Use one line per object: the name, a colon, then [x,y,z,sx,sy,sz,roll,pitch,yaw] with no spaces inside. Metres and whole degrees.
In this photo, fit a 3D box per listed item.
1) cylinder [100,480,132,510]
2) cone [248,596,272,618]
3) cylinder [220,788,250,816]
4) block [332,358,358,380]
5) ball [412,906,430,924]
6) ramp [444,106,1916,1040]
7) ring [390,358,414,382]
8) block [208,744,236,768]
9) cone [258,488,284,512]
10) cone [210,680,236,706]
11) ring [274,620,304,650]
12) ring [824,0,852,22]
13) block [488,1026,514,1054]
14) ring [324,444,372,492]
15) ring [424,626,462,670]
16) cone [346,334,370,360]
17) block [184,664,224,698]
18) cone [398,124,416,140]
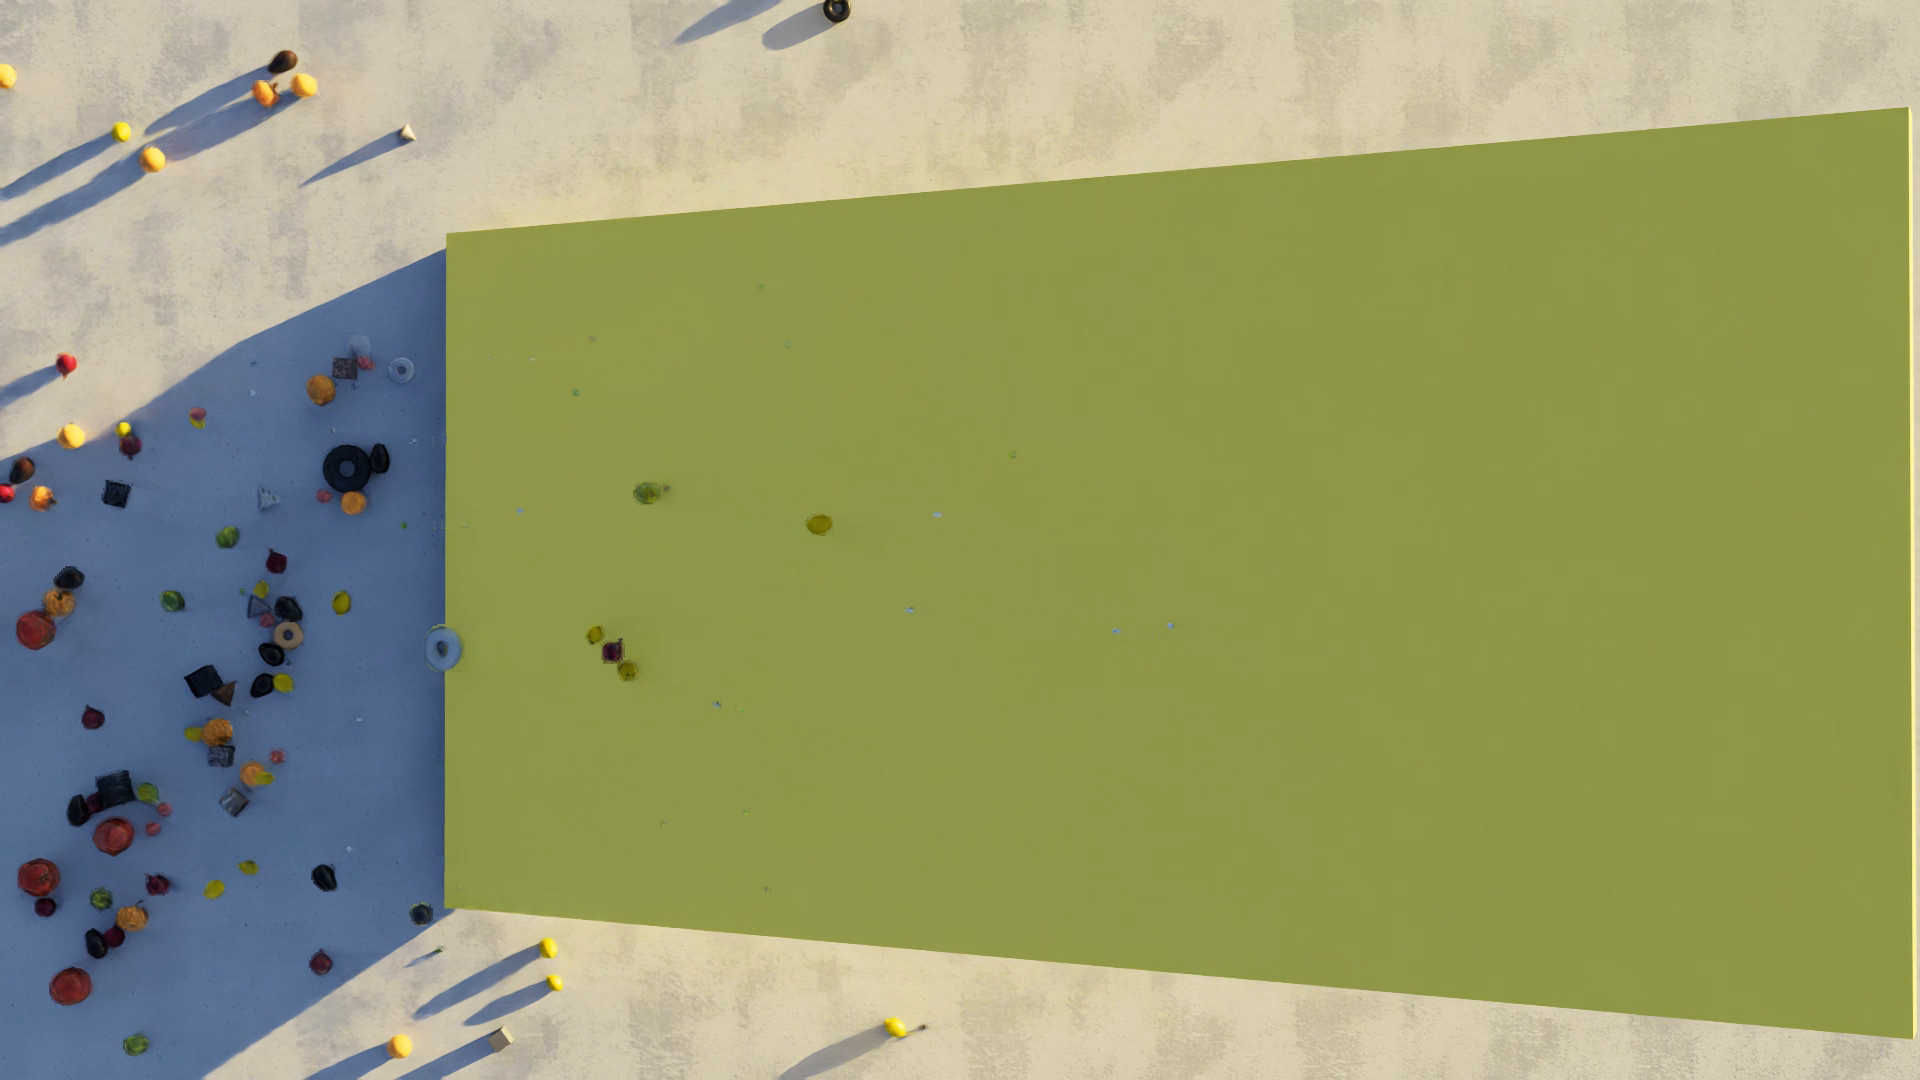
cylinder: [-2.526,-0.137,6.585,0.065,0.065,0.065,24,72,0]
cone: [-2.094,0.206,6.598,0.071,0.071,0.071,10,89,-26]
cylinder: [-2.171,0.783,6.577,0.062,0.062,0.062,42,90,0]
block: [-1.843,-0.514,6.592,0.058,0.058,0.058,3,89,0]
ball: [-1.602,1.114,6.538,0.056,0.056,0.056,0,89,0]
ramp: [0.279,0.079,5.665,4.000,0.100,2.000,0,89,27]
ring: [-1.677,-0.511,6.609,0.077,0.026,0.077,0,88,0]
block: [-2.210,0.646,6.580,0.058,0.058,0.058,7,89,0]
cone: [-2.061,-0.121,6.600,0.077,0.077,0.077,1,89,-27]
cone: [-2.195,0.449,6.595,0.072,0.072,0.072,31,59,0]
ring: [-2.016,0.287,6.598,0.089,0.030,0.089,0,89,-1]
ring: [-0.369,-1.601,6.619,0.086,0.029,0.086,0,91,0]
block: [-1.373,1.494,6.574,0.051,0.051,0.051,-36,90,0]
ring: [-1.838,-0.213,6.595,0.145,0.048,0.145,0,90,-1]
ring: [-1.529,0.321,6.501,0.130,0.043,0.130,0,90,26]
cone: [-1.812,-0.582,6.585,0.075,0.075,0.075,0,89,0]
block: [-2.260,0.423,6.576,0.071,0.071,0.071,-30,89,0]
cone: [-1.658,-1.218,6.618,0.051,0.051,0.051,37,89,-26]
